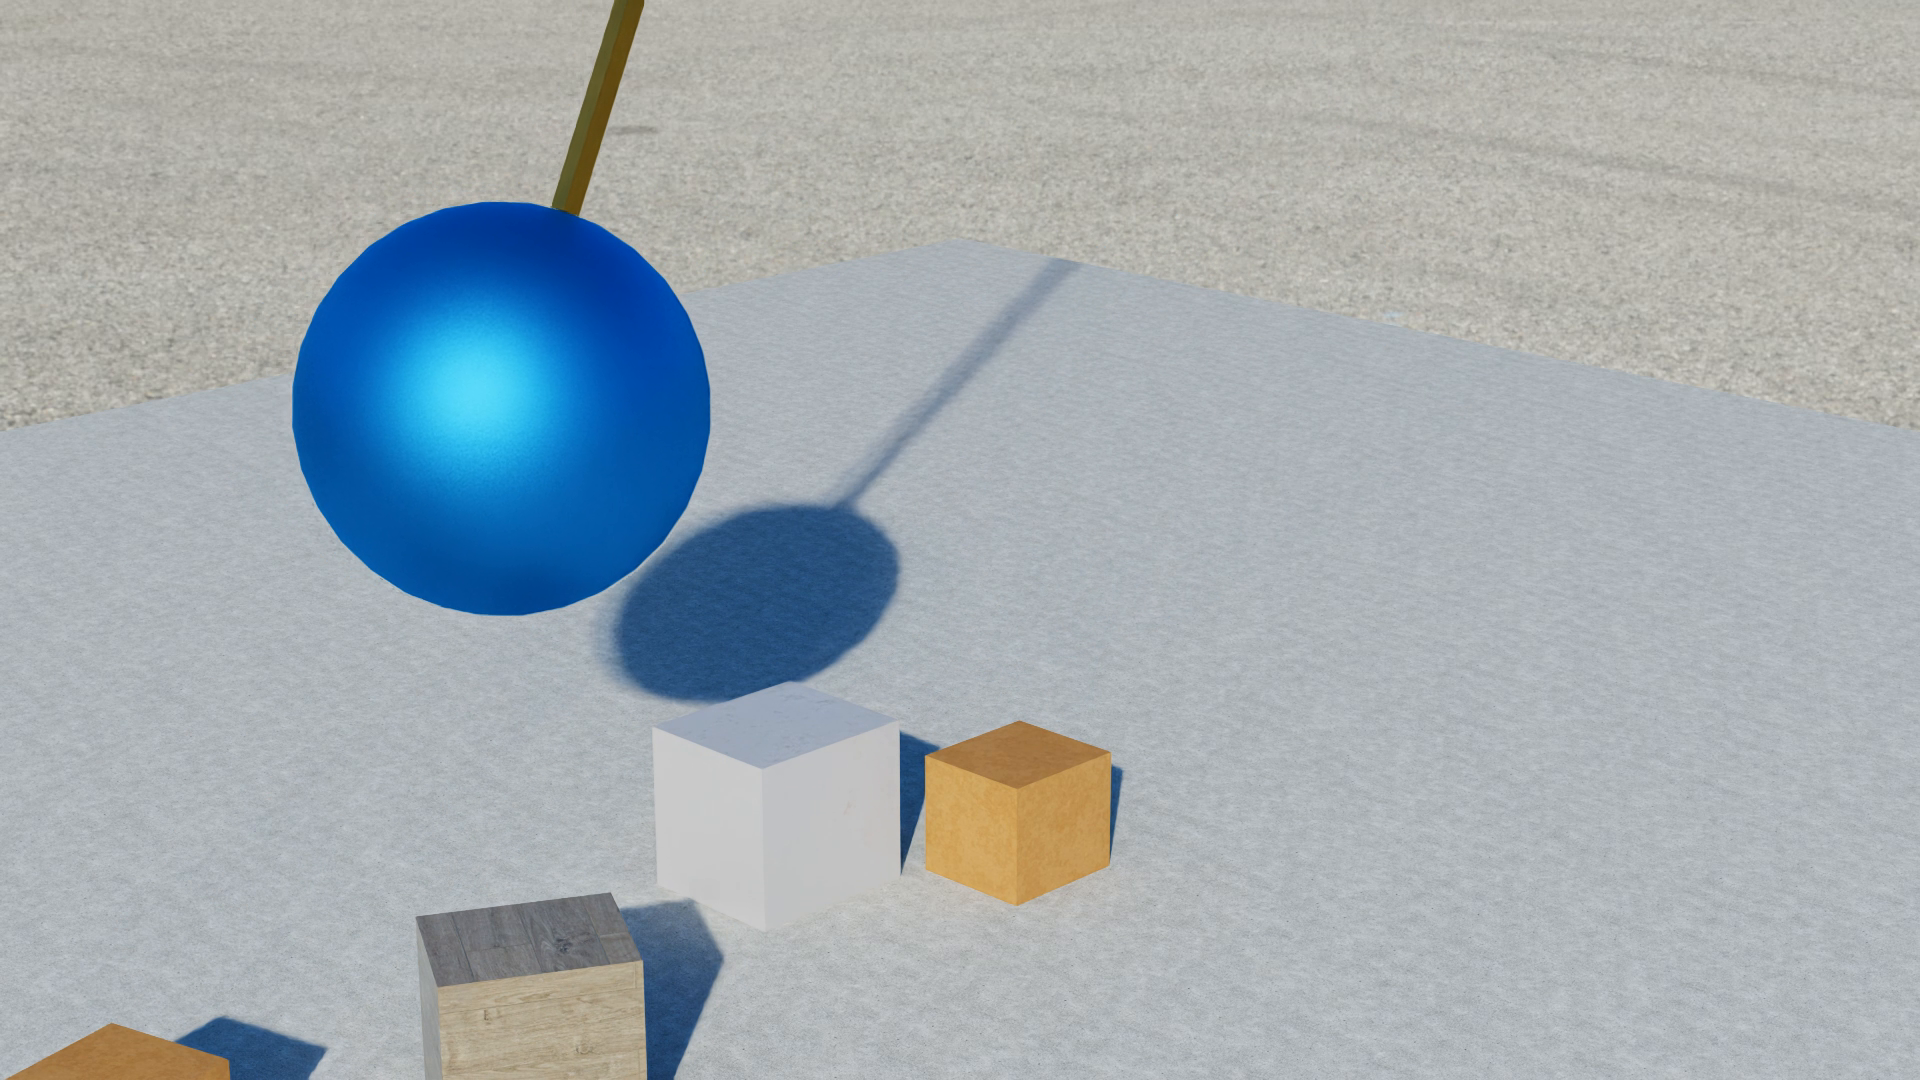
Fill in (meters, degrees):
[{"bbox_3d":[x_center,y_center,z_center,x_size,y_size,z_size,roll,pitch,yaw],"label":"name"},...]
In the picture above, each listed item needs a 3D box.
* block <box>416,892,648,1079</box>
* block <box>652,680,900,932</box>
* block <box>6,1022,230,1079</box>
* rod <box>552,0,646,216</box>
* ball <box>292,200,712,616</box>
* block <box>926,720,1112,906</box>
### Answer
[{"bbox_3d":[-1.639,1.857,11.211,0.761,0.734,0.641,-5,18,-16],"label":"block"},{"bbox_3d":[-0.826,1.189,13.282,0.734,0.767,0.831,16,24,42],"label":"block"},{"bbox_3d":[-3.048,2.153,10.659,0.585,0.500,0.534,10,20,29],"label":"block"},{"bbox_3d":[-0.764,-3.756,11.360,0.080,5.200,0.080,17,-1,42],"label":"rod"},{"bbox_3d":[-1.764,-0.506,11.334,1.600,1.600,1.600,0,17,0],"label":"ball"},{"bbox_3d":[0.266,1.243,13.447,0.577,0.564,0.625,16,24,42],"label":"block"}]
